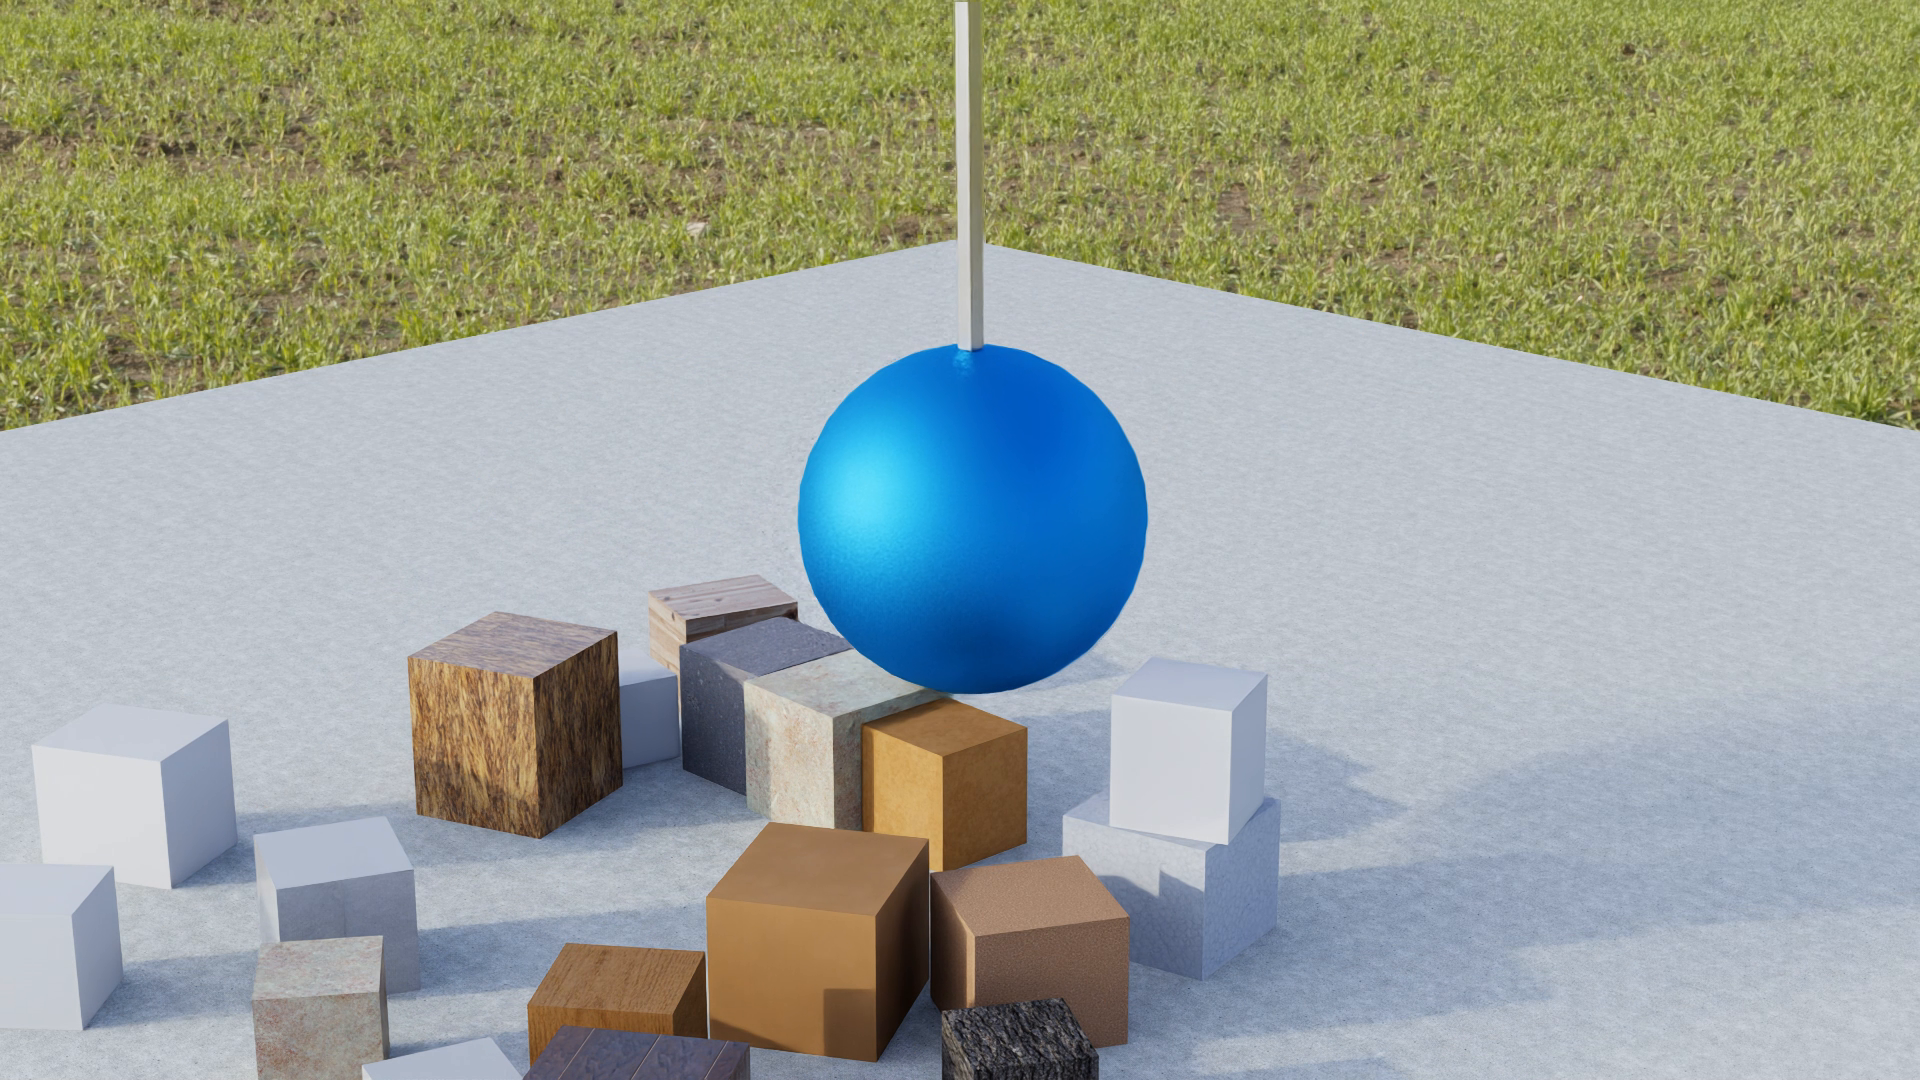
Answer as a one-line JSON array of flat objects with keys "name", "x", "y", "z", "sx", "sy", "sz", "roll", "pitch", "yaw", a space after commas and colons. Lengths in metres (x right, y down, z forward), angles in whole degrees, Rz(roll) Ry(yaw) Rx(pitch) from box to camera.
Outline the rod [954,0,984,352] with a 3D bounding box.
[{"name": "rod", "x": 0.025, "y": -3.331, "z": 12.321, "sx": 0.080, "sy": 5.200, "sz": 0.080, "roll": 17, "pitch": 25, "yaw": 42}]

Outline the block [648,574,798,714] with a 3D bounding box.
[{"name": "block", "x": -1.258, "y": 0.563, "z": 15.634, "sx": 0.640, "sy": 0.552, "sz": 0.528, "roll": -9, "pitch": 19, "yaw": -26}]

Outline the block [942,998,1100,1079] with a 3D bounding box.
[{"name": "block", "x": 0.224, "y": 2.055, "z": 11.135, "sx": 0.481, "sy": 0.403, "sz": 0.500, "roll": -4, "pitch": 18, "yaw": -13}]

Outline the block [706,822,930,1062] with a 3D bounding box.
[{"name": "block", "x": -0.571, "y": 1.640, "z": 12.061, "sx": 0.703, "sy": 0.638, "sz": 0.795, "roll": 5, "pitch": 18, "yaw": 14}]

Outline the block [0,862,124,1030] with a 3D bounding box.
[{"name": "block", "x": -3.810, "y": 1.679, "z": 12.147, "sx": 0.491, "sy": 0.513, "sz": 0.497, "roll": 1, "pitch": 17, "yaw": 4}]

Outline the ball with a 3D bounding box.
[{"name": "ball", "x": 0.057, "y": -0.098, "z": 13.371, "sx": 1.600, "sy": 1.600, "sz": 1.600, "roll": 0, "pitch": 17, "yaw": 0}]

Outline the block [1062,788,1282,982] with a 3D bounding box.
[{"name": "block", "x": 0.920, "y": 1.441, "z": 12.767, "sx": 0.698, "sy": 0.596, "sz": 0.674, "roll": 11, "pitch": 21, "yaw": 32}]

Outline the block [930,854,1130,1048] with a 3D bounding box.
[{"name": "block", "x": 0.277, "y": 1.706, "z": 11.978, "sx": 0.646, "sy": 0.563, "sz": 0.639, "roll": -5, "pitch": 18, "yaw": -16}]

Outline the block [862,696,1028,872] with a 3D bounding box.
[{"name": "block", "x": -0.073, "y": 1.142, "z": 13.741, "sx": 0.539, "sy": 0.581, "sz": 0.560, "roll": -16, "pitch": 23, "yaw": -41}]

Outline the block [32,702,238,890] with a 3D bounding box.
[{"name": "block", "x": -3.809, "y": 1.177, "z": 13.563, "sx": 0.669, "sy": 0.622, "sz": 0.571, "roll": 6, "pitch": 18, "yaw": 17}]

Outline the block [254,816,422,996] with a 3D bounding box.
[{"name": "block", "x": -2.641, "y": 1.574, "z": 12.419, "sx": 0.565, "sy": 0.550, "sz": 0.610, "roll": -7, "pitch": 19, "yaw": -20}]

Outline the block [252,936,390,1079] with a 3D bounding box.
[{"name": "block", "x": -2.494, "y": 1.897, "z": 11.481, "sx": 0.475, "sy": 0.495, "sz": 0.510, "roll": -3, "pitch": 18, "yaw": -9}]

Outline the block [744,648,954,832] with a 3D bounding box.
[{"name": "block", "x": -0.529, "y": 0.983, "z": 14.125, "sx": 0.761, "sy": 0.654, "sz": 0.659, "roll": -15, "pitch": 23, "yaw": -40}]

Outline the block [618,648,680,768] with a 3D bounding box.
[{"name": "block", "x": -1.766, "y": 0.865, "z": 14.861, "sx": 0.522, "sy": 0.438, "sz": 0.485, "roll": -10, "pitch": 20, "yaw": -29}]

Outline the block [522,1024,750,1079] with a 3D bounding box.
[{"name": "block", "x": -1.171, "y": 2.190, "z": 10.317, "sx": 0.704, "sy": 0.635, "sz": 0.733, "roll": 4, "pitch": 18, "yaw": 11}]

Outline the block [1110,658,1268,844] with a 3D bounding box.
[{"name": "block", "x": 0.978, "y": 0.894, "z": 12.519, "sx": 0.527, "sy": 0.597, "sz": 0.507, "roll": 7, "pitch": 19, "yaw": 22}]

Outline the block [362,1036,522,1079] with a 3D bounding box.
[{"name": "block", "x": -1.841, "y": 2.171, "z": 10.592, "sx": 0.483, "sy": 0.507, "sz": 0.469, "roll": -9, "pitch": 20, "yaw": -26}]

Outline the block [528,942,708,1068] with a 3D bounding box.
[{"name": "block", "x": -1.291, "y": 1.941, "z": 11.161, "sx": 0.551, "sy": 0.605, "sz": 0.539, "roll": 2, "pitch": 18, "yaw": 8}]

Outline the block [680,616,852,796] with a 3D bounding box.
[{"name": "block", "x": -0.939, "y": 0.832, "z": 14.602, "sx": 0.663, "sy": 0.656, "sz": 0.608, "roll": -16, "pitch": 24, "yaw": -41}]

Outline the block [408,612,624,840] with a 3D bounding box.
[{"name": "block", "x": -2.142, "y": 0.882, "z": 14.190, "sx": 0.704, "sy": 0.808, "sz": 0.743, "roll": 8, "pitch": 19, "yaw": 24}]
